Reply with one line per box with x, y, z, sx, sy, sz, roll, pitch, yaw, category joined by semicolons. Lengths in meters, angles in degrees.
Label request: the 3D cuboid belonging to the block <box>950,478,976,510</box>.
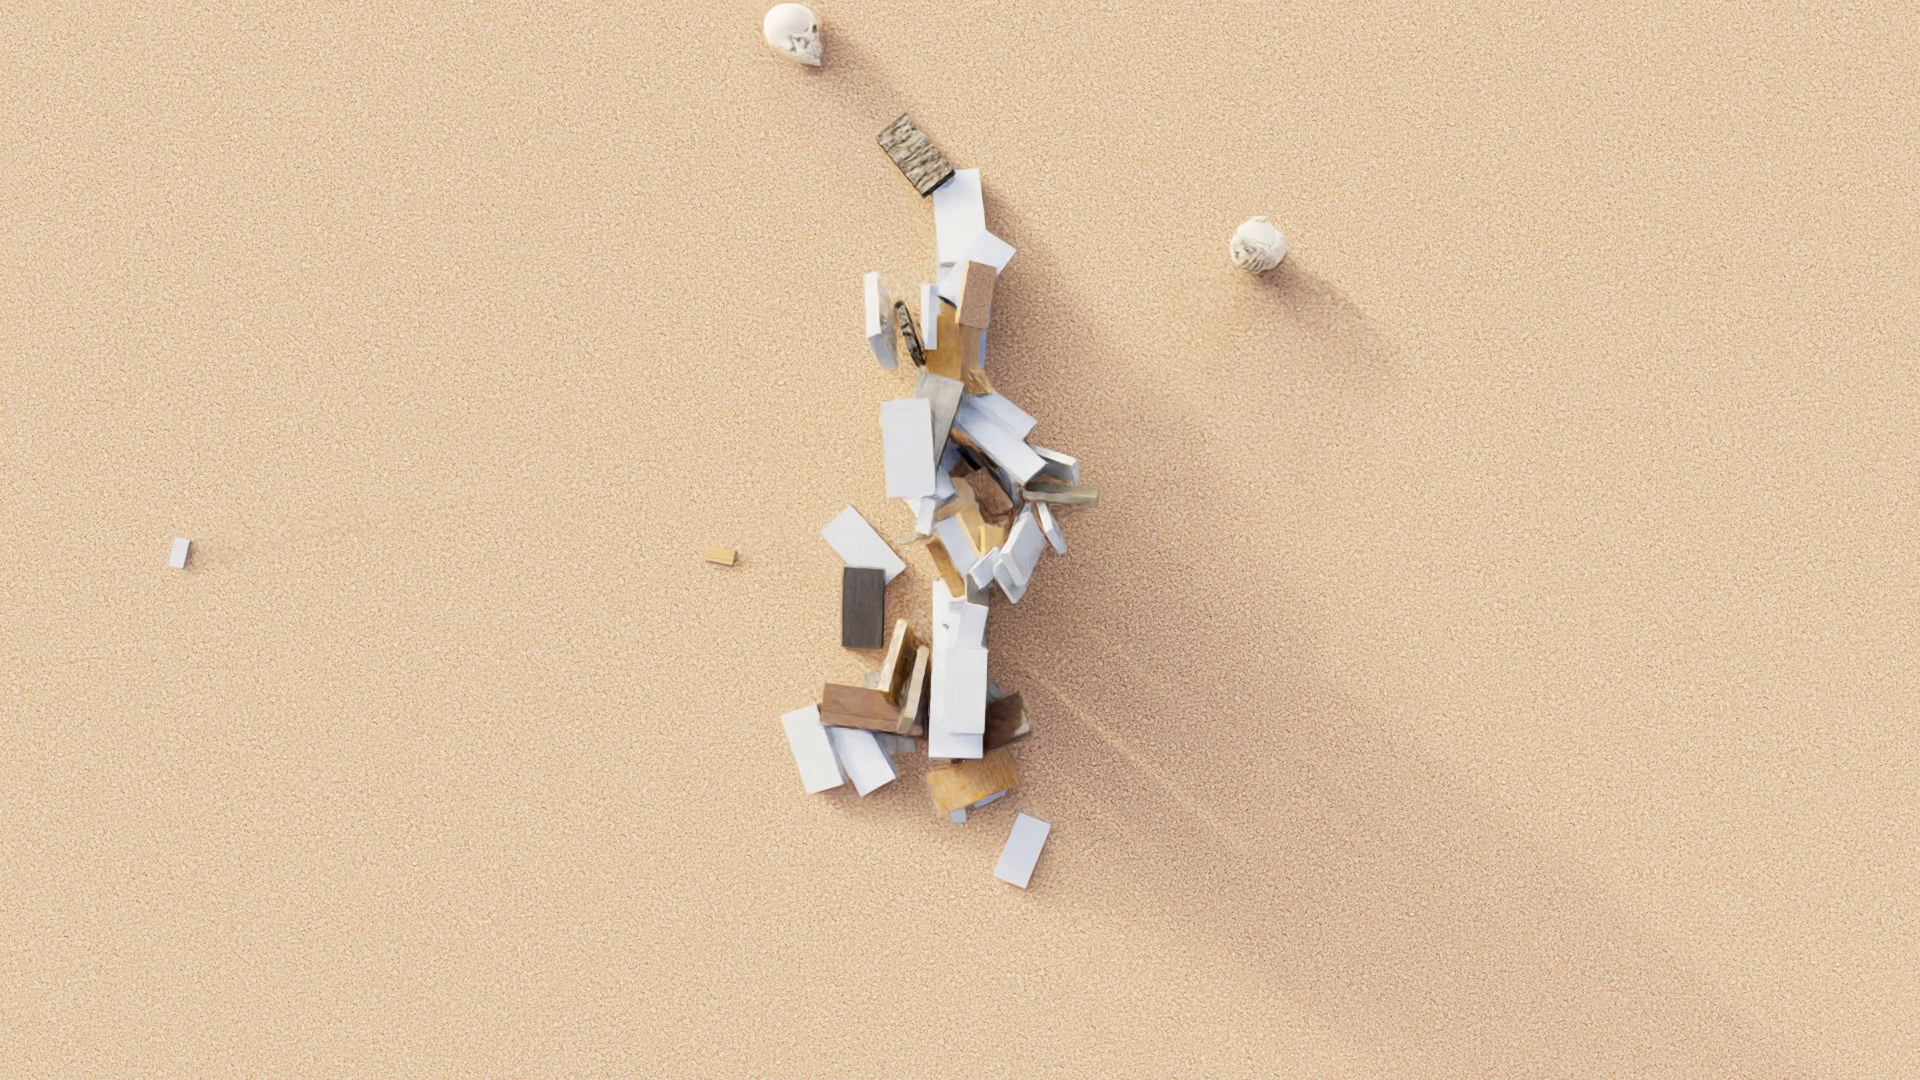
-0.004;-0.102;5.439;0.105;0.030;0.211;2;72;0;block

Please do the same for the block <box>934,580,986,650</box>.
-0.002;0.305;5.425;0.171;0.049;0.343;0;72;0;block

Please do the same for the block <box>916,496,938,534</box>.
-0.106;-0.078;5.268;0.057;0.016;0.113;19;101;36;block

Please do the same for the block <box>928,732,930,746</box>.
-0.009;0.526;5.403;0.171;0.049;0.343;3;69;1;block

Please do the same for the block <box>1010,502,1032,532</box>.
0.192;-0.045;5.437;0.021;0.075;0.150;24;68;-11;block

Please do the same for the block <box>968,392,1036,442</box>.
0.137;-0.418;5.380;0.219;0.109;0.031;36;125;1;block

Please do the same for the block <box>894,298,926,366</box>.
-0.164;-0.672;5.350;0.029;0.102;0.203;-20;65;6;block

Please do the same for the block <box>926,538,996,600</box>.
0.004;0.100;5.367;0.126;0.036;0.251;-27;89;-1;block

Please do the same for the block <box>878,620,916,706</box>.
-0.205;0.400;5.392;0.035;0.124;0.248;7;65;18;block

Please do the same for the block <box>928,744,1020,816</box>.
0.046;0.787;5.409;0.277;0.039;0.139;-21;80;-4;block

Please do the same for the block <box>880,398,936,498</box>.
-0.165;-0.292;5.250;0.153;0.043;0.306;-4;90;-5;block

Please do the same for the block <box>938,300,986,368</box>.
0.006;-0.669;5.442;0.160;0.045;0.320;4;103;-1;block

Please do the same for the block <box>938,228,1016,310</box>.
0.052;-0.866;5.347;0.134;0.038;0.267;34;78;6;block

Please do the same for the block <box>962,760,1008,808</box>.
0.058;0.758;5.452;0.114;0.032;0.228;-25;80;-5;block

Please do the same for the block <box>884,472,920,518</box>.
-0.146;-0.168;5.424;0.105;0.030;0.211;-34;73;-11;block

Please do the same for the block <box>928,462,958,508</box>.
-0.090;-0.198;5.335;0.102;0.029;0.203;-31;57;7;block

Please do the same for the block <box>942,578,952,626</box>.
0.002;0.157;5.428;0.126;0.036;0.251;0;72;0;block

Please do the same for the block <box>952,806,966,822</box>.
-0.006;0.892;5.493;0.048;0.014;0.095;-3;90;0;block

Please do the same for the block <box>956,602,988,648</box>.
0.035;0.285;5.267;0.079;0.022;0.158;11;99;0;block

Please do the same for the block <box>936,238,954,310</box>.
0.002;-0.877;5.477;0.160;0.045;0.320;0;90;0;block

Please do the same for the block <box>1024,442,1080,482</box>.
0.292;-0.256;5.408;0.197;0.099;0.028;20;63;24;block

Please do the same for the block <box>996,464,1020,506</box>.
0.156;-0.195;5.412;0.023;0.163;0.081;-31;51;-18;block

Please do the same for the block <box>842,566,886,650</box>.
-0.319;0.222;5.453;0.134;0.038;0.267;3;98;8;block

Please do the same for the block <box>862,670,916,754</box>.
-0.236;0.572;5.480;0.138;0.039;0.276;-9;90;0;block

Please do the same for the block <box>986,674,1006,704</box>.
0.105;0.551;5.484;0.114;0.032;0.228;-41;90;0;block

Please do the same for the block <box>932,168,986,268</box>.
-0.001;-1.061;5.437;0.160;0.045;0.320;-6;77;-1;block

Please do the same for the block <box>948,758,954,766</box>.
-0.009;0.743;5.478;0.048;0.014;0.095;-22;80;-4;block

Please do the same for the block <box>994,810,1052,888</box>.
0.207;1.029;5.484;0.114;0.032;0.228;22;90;0;block

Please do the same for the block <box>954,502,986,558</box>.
0.049;-0.031;5.283;0.080;0.023;0.159;-37;104;-43;block

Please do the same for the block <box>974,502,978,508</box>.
0.000;-0.004;5.442;0.126;0.036;0.251;-1;71;0;block

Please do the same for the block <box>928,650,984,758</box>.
-0.008;0.529;5.316;0.171;0.049;0.343;2;82;0;block

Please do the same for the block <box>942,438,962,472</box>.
-0.090;-0.243;5.485;0.105;0.030;0.211;39;90;0;block

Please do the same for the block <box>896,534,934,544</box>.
-0.143;-0.005;5.322;0.069;0.138;0.020;-14;87;22;block
